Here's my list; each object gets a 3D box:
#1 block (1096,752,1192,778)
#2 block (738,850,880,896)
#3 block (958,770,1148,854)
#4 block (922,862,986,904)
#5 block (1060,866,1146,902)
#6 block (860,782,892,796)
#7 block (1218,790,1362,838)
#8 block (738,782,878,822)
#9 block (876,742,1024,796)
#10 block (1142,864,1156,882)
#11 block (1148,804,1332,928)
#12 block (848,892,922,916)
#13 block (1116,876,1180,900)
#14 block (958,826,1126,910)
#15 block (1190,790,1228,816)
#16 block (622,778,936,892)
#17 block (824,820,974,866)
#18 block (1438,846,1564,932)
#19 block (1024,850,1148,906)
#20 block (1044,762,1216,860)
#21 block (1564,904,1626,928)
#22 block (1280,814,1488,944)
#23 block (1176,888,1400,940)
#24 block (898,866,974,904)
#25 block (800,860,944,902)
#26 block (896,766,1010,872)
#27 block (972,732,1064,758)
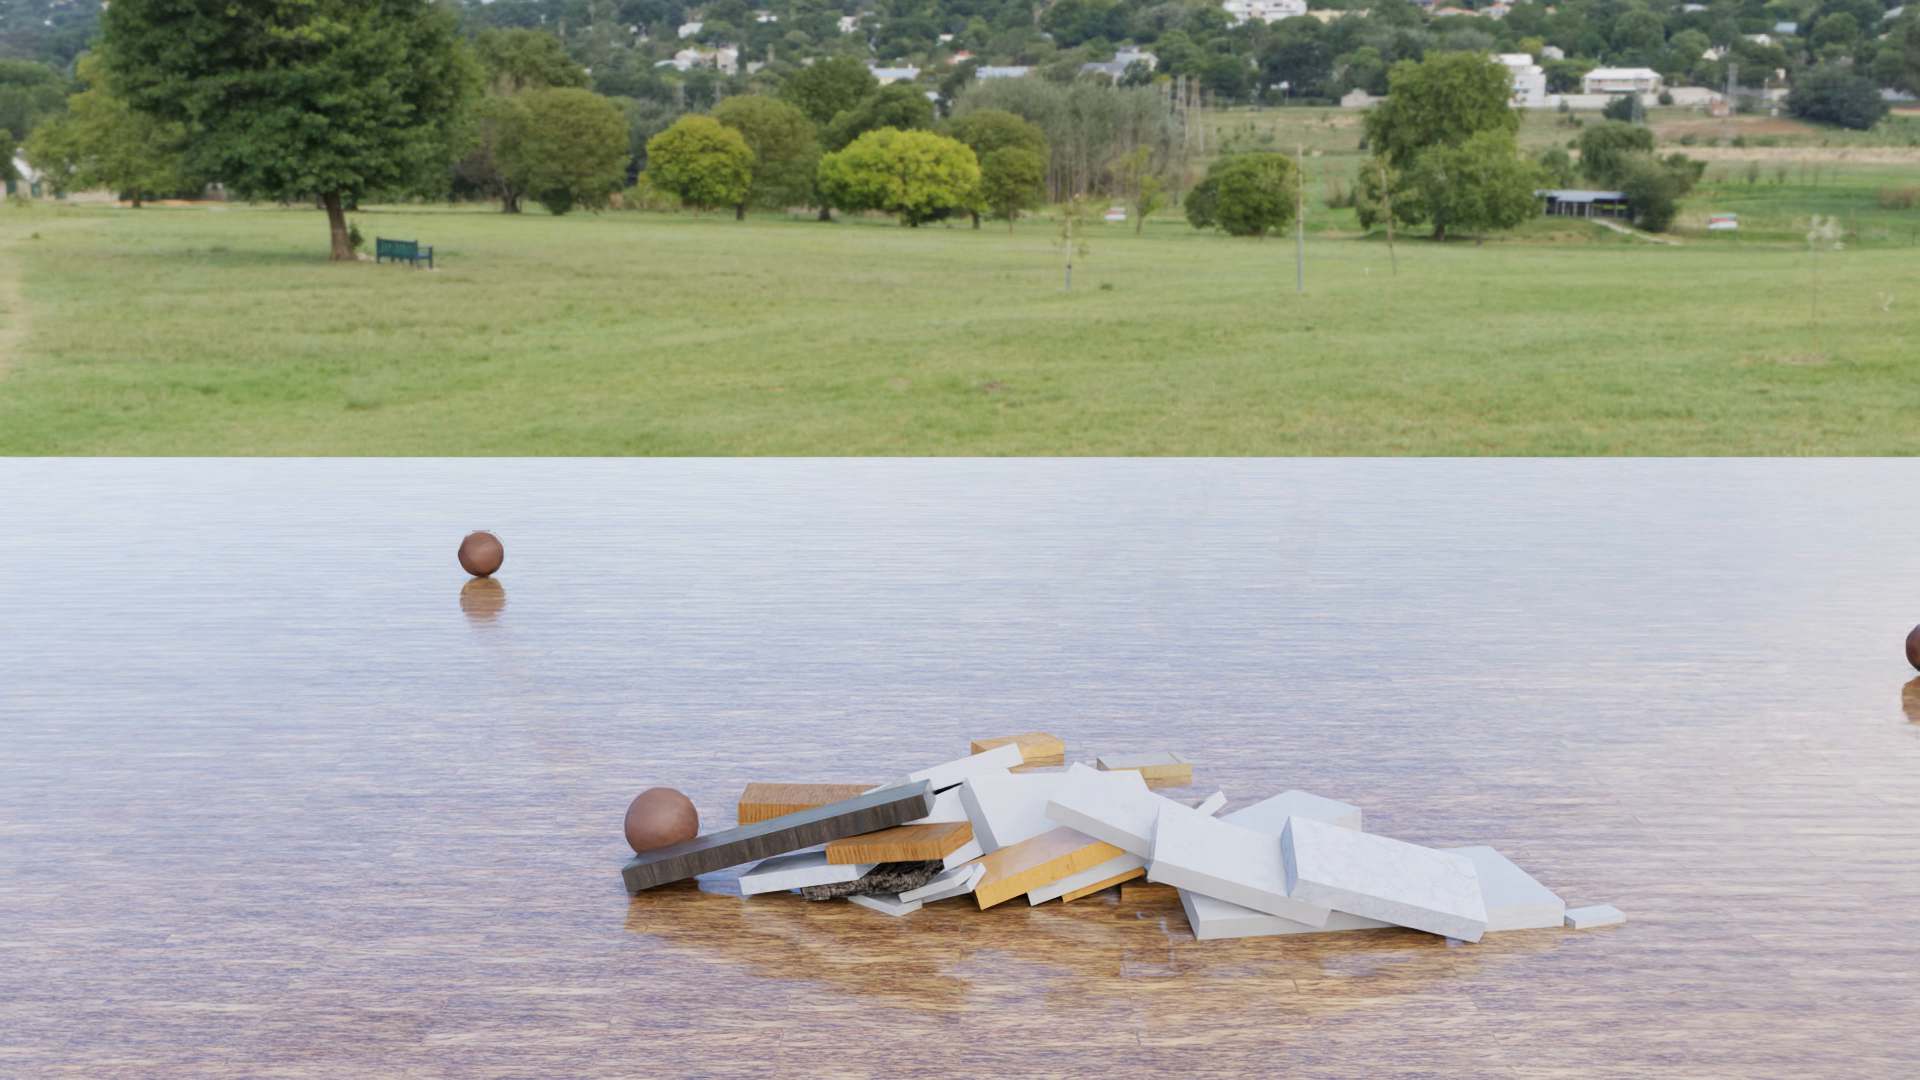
[{"bbox_3d":[0.366,0.448,4.366,0.170,0.024,0.085,-2,11,-12],"label":"block"},{"bbox_3d":[-0.246,0.546,3.649,0.215,0.030,0.108,-11,5,23],"label":"block"},{"bbox_3d":[0.185,0.478,3.823,0.356,0.044,0.156,2,43,-29],"label":"block"},{"bbox_3d":[-0.016,0.562,3.603,0.115,0.016,0.058,-20,19,38],"label":"block"},{"bbox_3d":[0.231,0.559,3.664,0.143,0.020,0.072,-19,13,-5],"label":"block"},{"bbox_3d":[-0.038,0.482,3.952,0.258,0.037,0.129,8,13,38],"label":"block"},{"bbox_3d":[0.552,0.518,3.892,0.311,0.044,0.156,-14,17,-41],"label":"block"},{"bbox_3d":[-0.276,0.491,4.100,0.258,0.037,0.129,1,11,3],"label":"block"},{"bbox_3d":[-0.030,0.424,3.884,0.273,0.039,0.136,-11,-14,-46],"label":"block"},{"bbox_3d":[0.371,0.551,3.713,0.143,0.020,0.072,-3,10,-16],"label":"block"},{"bbox_3d":[0.445,0.517,3.488,0.286,0.041,0.143,16,31,0],"label":"block"},{"bbox_3d":[-0.124,0.591,3.619,0.115,0.016,0.058,10,14,42],"label":"block"},{"bbox_3d":[0.336,0.578,3.677,0.143,0.020,0.072,-1,11,-4],"label":"block"},{"bbox_3d":[0.133,0.529,3.633,0.254,0.036,0.127,-20,13,-9],"label":"block"},{"bbox_3d":[0.413,0.502,3.960,0.085,0.024,0.170,-33,-6,27],"label":"block"},{"bbox_3d":[-0.300,0.493,3.673,0.518,0.039,0.136,-15,3,6],"label":"block"},{"bbox_3d":[-0.098,0.490,3.560,0.215,0.030,0.108,-8,7,29],"label":"block"},{"bbox_3d":[0.869,0.575,3.641,0.143,0.041,0.286,-2,11,-11],"label":"block"},{"bbox_3d":[0.221,0.531,3.671,0.254,0.036,0.127,-19,13,-6],"label":"block"},{"bbox_3d":[0.279,0.455,3.602,0.254,0.036,0.127,21,31,15],"label":"block"},{"bbox_3d":[1.018,0.607,3.542,0.095,0.014,0.048,-4,11,-20],"label":"block"},{"bbox_3d":[0.669,0.536,3.482,0.311,0.044,0.156,14,31,-6],"label":"block"},{"bbox_3d":[0.564,0.569,3.544,0.413,0.041,0.143,-2,31,-10],"label":"block"},{"bbox_3d":[-0.038,0.558,3.568,0.115,0.016,0.058,-22,2,33],"label":"block"},{"bbox_3d":[-0.145,0.555,3.628,0.215,0.030,0.108,-11,5,27],"label":"block"},{"bbox_3d":[0.017,0.490,3.782,0.273,0.039,0.136,-17,56,-42],"label":"block"},{"bbox_3d":[0.118,0.424,4.498,0.170,0.024,0.085,-5,12,-25],"label":"block"}]
